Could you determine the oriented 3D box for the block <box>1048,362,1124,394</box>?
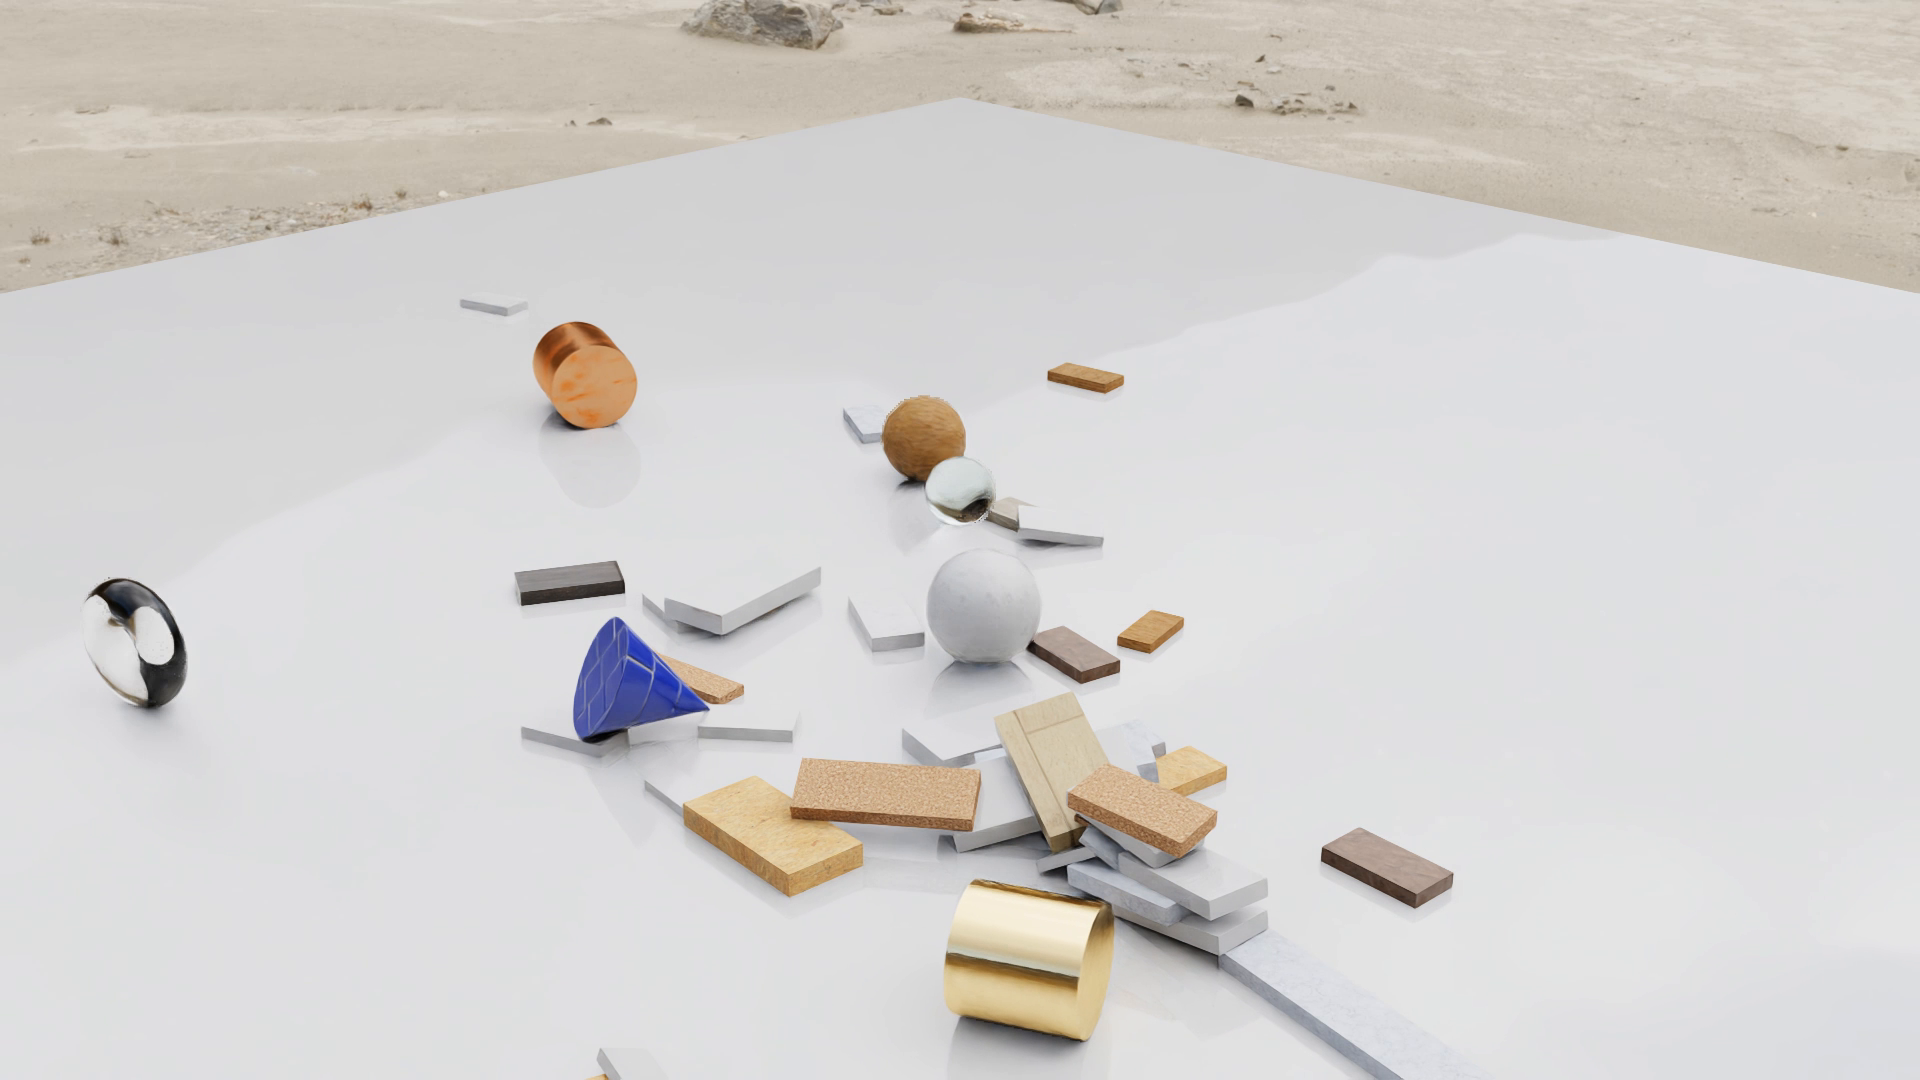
[{"bbox_3d":[0.396,-0.511,6.926,0.218,0.031,0.109,16,28,33],"label":"block"}]

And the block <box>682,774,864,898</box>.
[{"bbox_3d":[-0.371,0.579,4.332,0.178,0.050,0.355,-18,29,-37],"label":"block"}]

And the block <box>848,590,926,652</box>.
[{"bbox_3d":[-0.177,0.191,5.263,0.128,0.036,0.256,-6,24,-14],"label":"block"}]

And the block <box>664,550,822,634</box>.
[{"bbox_3d":[-0.524,0.123,5.338,0.178,0.050,0.380,16,26,31],"label":"block"}]

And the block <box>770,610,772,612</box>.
[{"bbox_3d":[-0.528,0.144,5.393,0.162,0.023,0.081,6,24,13],"label":"block"}]

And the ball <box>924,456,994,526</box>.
[{"bbox_3d":[-0.001,-0.129,5.828,0.185,0.185,0.185,0,23,0],"label":"ball"}]

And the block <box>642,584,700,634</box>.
[{"bbox_3d":[-0.680,0.166,5.331,0.103,0.029,0.207,-14,26,-29],"label":"block"}]

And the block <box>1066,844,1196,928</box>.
[{"bbox_3d":[0.339,0.640,4.095,0.134,0.038,0.267,-18,21,-35],"label":"block"}]

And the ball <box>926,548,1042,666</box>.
[{"bbox_3d":[0.055,0.154,5.054,0.269,0.269,0.269,0,23,0],"label":"ball"}]

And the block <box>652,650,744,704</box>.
[{"bbox_3d":[-0.668,0.301,5.023,0.398,0.023,0.081,17,28,34],"label":"block"}]

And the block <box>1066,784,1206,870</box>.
[{"bbox_3d":[0.328,0.519,4.127,0.125,0.035,0.249,-21,36,-33],"label":"block"}]

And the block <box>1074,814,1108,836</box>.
[{"bbox_3d":[0.267,0.536,4.181,0.091,0.013,0.045,24,39,32],"label":"block"}]

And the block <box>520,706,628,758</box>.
[{"bbox_3d":[-0.831,0.414,4.747,0.207,0.029,0.104,11,25,24],"label":"block"}]

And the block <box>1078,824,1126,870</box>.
[{"bbox_3d":[0.270,0.575,4.126,0.091,0.013,0.045,38,41,1],"label":"block"}]

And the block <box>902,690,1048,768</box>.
[{"bbox_3d":[0.066,0.416,4.717,0.341,0.048,0.171,-13,26,-29],"label":"block"}]

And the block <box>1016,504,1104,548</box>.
[{"bbox_3d":[0.261,-0.036,5.742,0.222,0.031,0.111,7,32,-5],"label":"block"}]

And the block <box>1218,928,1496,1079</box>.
[{"bbox_3d":[0.673,0.825,3.770,0.125,0.035,0.554,-15,27,-32],"label":"block"}]

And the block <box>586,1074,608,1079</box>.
[{"bbox_3d":[-0.630,0.919,3.563,0.175,0.025,0.088,-11,25,-25],"label":"block"}]

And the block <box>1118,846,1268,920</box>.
[{"bbox_3d":[0.425,0.613,4.024,0.134,0.038,0.267,-16,20,-30],"label":"block"}]

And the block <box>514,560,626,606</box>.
[{"bbox_3d":[-0.970,0.106,5.464,0.256,0.036,0.128,-7,24,-16],"label":"block"}]

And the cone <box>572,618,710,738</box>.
[{"bbox_3d":[-0.657,0.332,4.750,0.266,0.266,0.266,19,14,-27],"label":"cone"}]

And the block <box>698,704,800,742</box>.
[{"bbox_3d":[-0.457,0.398,4.784,0.207,0.029,0.103,2,23,5],"label":"block"}]

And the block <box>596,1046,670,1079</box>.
[{"bbox_3d":[-0.521,0.888,3.598,0.088,0.025,0.176,11,14,-34],"label":"block"}]

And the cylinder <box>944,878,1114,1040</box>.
[{"bbox_3d":[0.121,0.717,3.771,0.233,0.233,0.233,8,24,18],"label":"cylinder"}]

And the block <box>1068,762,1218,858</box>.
[{"bbox_3d":[0.339,0.501,4.089,0.249,0.035,0.125,21,35,32],"label":"block"}]

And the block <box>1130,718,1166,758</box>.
[{"bbox_3d":[0.305,0.450,4.619,0.229,0.032,0.114,-19,28,-20],"label":"block"}]

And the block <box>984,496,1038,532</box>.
[{"bbox_3d":[0.173,-0.058,5.857,0.111,0.031,0.222,-21,31,-40],"label":"block"}]

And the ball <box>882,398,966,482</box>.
[{"bbox_3d":[-0.099,-0.281,6.123,0.233,0.233,0.233,0,23,0],"label":"ball"}]

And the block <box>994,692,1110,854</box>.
[{"bbox_3d":[0.203,0.453,4.337,0.171,0.048,0.341,-18,43,-8],"label":"block"}]

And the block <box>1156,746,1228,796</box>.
[{"bbox_3d":[0.431,0.494,4.555,0.229,0.032,0.114,-17,28,-35],"label":"block"}]

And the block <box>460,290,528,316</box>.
[{"bbox_3d":[-1.624,-0.824,7.664,0.218,0.031,0.109,13,26,28],"label":"block"}]

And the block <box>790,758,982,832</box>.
[{"bbox_3d":[-0.146,0.502,4.345,0.360,0.036,0.128,3,44,8],"label":"block"}]

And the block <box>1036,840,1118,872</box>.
[{"bbox_3d":[0.227,0.598,4.206,0.081,0.023,0.161,-17,-6,-43],"label":"block"}]

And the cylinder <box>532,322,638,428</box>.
[{"bbox_3d":[-1.128,-0.497,6.604,0.257,0.257,0.257,-9,25,-21],"label":"cylinder"}]

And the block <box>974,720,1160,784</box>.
[{"bbox_3d":[0.216,0.467,4.505,0.355,0.050,0.178,-11,24,-1],"label":"block"}]

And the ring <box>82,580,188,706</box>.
[{"bbox_3d":[-1.819,0.227,4.844,0.301,0.301,0.100,15,28,32],"label":"ring"}]

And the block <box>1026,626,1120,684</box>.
[{"bbox_3d":[0.260,0.265,5.097,0.111,0.031,0.222,-14,27,-31],"label":"block"}]

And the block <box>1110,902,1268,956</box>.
[{"bbox_3d":[0.421,0.685,4.051,0.134,0.038,0.267,-20,22,-38],"label":"block"}]

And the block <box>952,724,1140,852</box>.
[{"bbox_3d":[0.159,0.493,4.375,0.385,0.048,0.171,-15,42,-4],"label":"block"}]

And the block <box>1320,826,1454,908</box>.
[{"bbox_3d":[0.822,0.629,4.236,0.114,0.032,0.229,-19,30,-38],"label":"block"}]

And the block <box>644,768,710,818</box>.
[{"bbox_3d":[-0.570,0.520,4.507,0.081,0.023,0.162,-17,28,-35],"label":"block"}]

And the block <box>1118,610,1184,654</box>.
[{"bbox_3d":[0.453,0.217,5.219,0.088,0.025,0.175,14,27,29],"label":"block"}]

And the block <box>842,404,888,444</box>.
[{"bbox_3d":[-0.266,-0.346,6.537,0.109,0.031,0.246,-7,24,-15],"label":"block"}]
